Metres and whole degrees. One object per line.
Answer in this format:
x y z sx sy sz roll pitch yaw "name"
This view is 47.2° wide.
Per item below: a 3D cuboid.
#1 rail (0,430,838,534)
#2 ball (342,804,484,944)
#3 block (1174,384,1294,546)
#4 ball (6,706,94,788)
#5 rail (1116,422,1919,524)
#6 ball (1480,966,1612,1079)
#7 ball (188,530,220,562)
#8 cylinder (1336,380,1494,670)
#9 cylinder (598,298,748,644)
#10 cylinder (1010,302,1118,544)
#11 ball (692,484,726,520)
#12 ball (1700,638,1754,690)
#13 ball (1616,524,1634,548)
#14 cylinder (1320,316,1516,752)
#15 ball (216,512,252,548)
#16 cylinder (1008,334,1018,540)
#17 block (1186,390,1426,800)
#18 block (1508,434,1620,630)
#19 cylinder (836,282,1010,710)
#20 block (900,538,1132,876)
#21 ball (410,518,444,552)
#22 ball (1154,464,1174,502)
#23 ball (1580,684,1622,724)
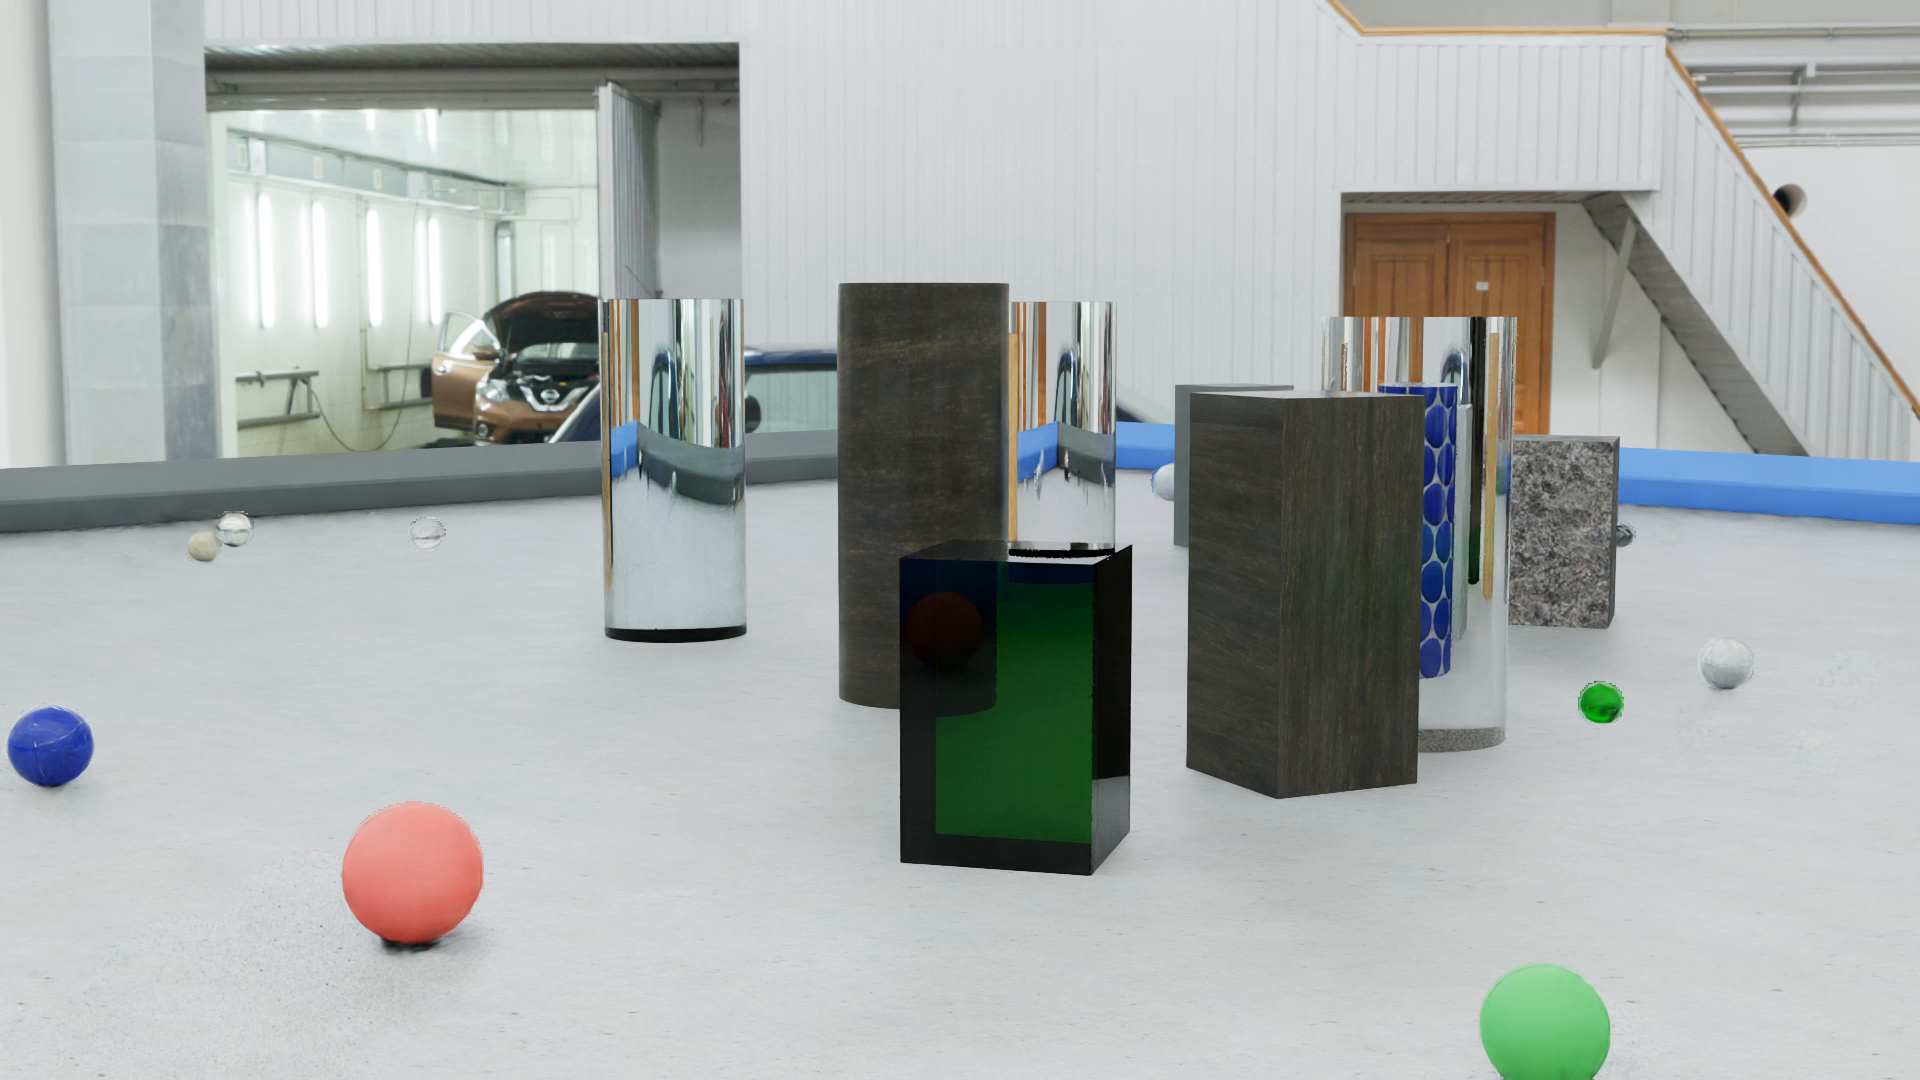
-1.399 -0.124 4.840 4.639 0.128 0.045 -5 8 -42 "rail"
-0.387 0.235 1.554 0.097 0.097 0.097 0 6 0 "ball"
0.516 -0.140 4.149 0.158 0.305 0.158 -4 7 -33 "block"
-0.852 0.193 2.061 0.076 0.076 0.076 0 6 0 "ball"
1.687 -0.128 4.880 0.045 0.128 4.173 -5 8 -42 "rail"
0.334 0.279 1.255 0.073 0.073 0.073 0 6 0 "ball"
-1.340 0.012 3.898 0.056 0.056 0.056 0 6 0 "ball"
0.577 -0.024 2.808 0.197 0.353 0.197 0 6 0 "cylinder"
-0.394 -0.100 3.025 0.197 0.460 0.197 0 6 0 "cylinder"
0.165 -0.171 3.709 0.197 0.459 0.197 0 6 0 "cylinder"
-0.536 -0.082 4.701 0.075 0.075 0.075 0 6 0 "ball"
0.904 0.146 2.592 0.059 0.059 0.059 0 6 0 "ball"
1.246 -0.008 4.144 0.044 0.044 0.044 0 6 0 "ball"
0.474 -0.013 2.296 0.197 0.438 0.197 0 6 0 "cylinder"
-1.368 -0.019 4.149 0.065 0.065 0.065 0 6 0 "ball"
-0.008 -0.118 3.443 0.197 0.408 0.197 0 6 0 "cylinder"
0.326 0.044 2.094 0.158 0.366 0.158 -3 7 -26 "block"
0.860 -0.016 3.167 0.158 0.262 0.158 2 6 20 "block"
-0.042 -0.056 2.531 0.197 0.475 0.197 0 6 0 "cylinder"
0.049 0.132 1.820 0.158 0.248 0.158 2 6 16 "block"
-0.987 -0.009 4.072 0.061 0.061 0.061 0 6 0 "ball"
0.495 -0.133 5.135 0.087 0.087 0.087 0 6 0 "ball"
0.692 0.177 2.374 0.043 0.043 0.043 0 6 0 "ball"
